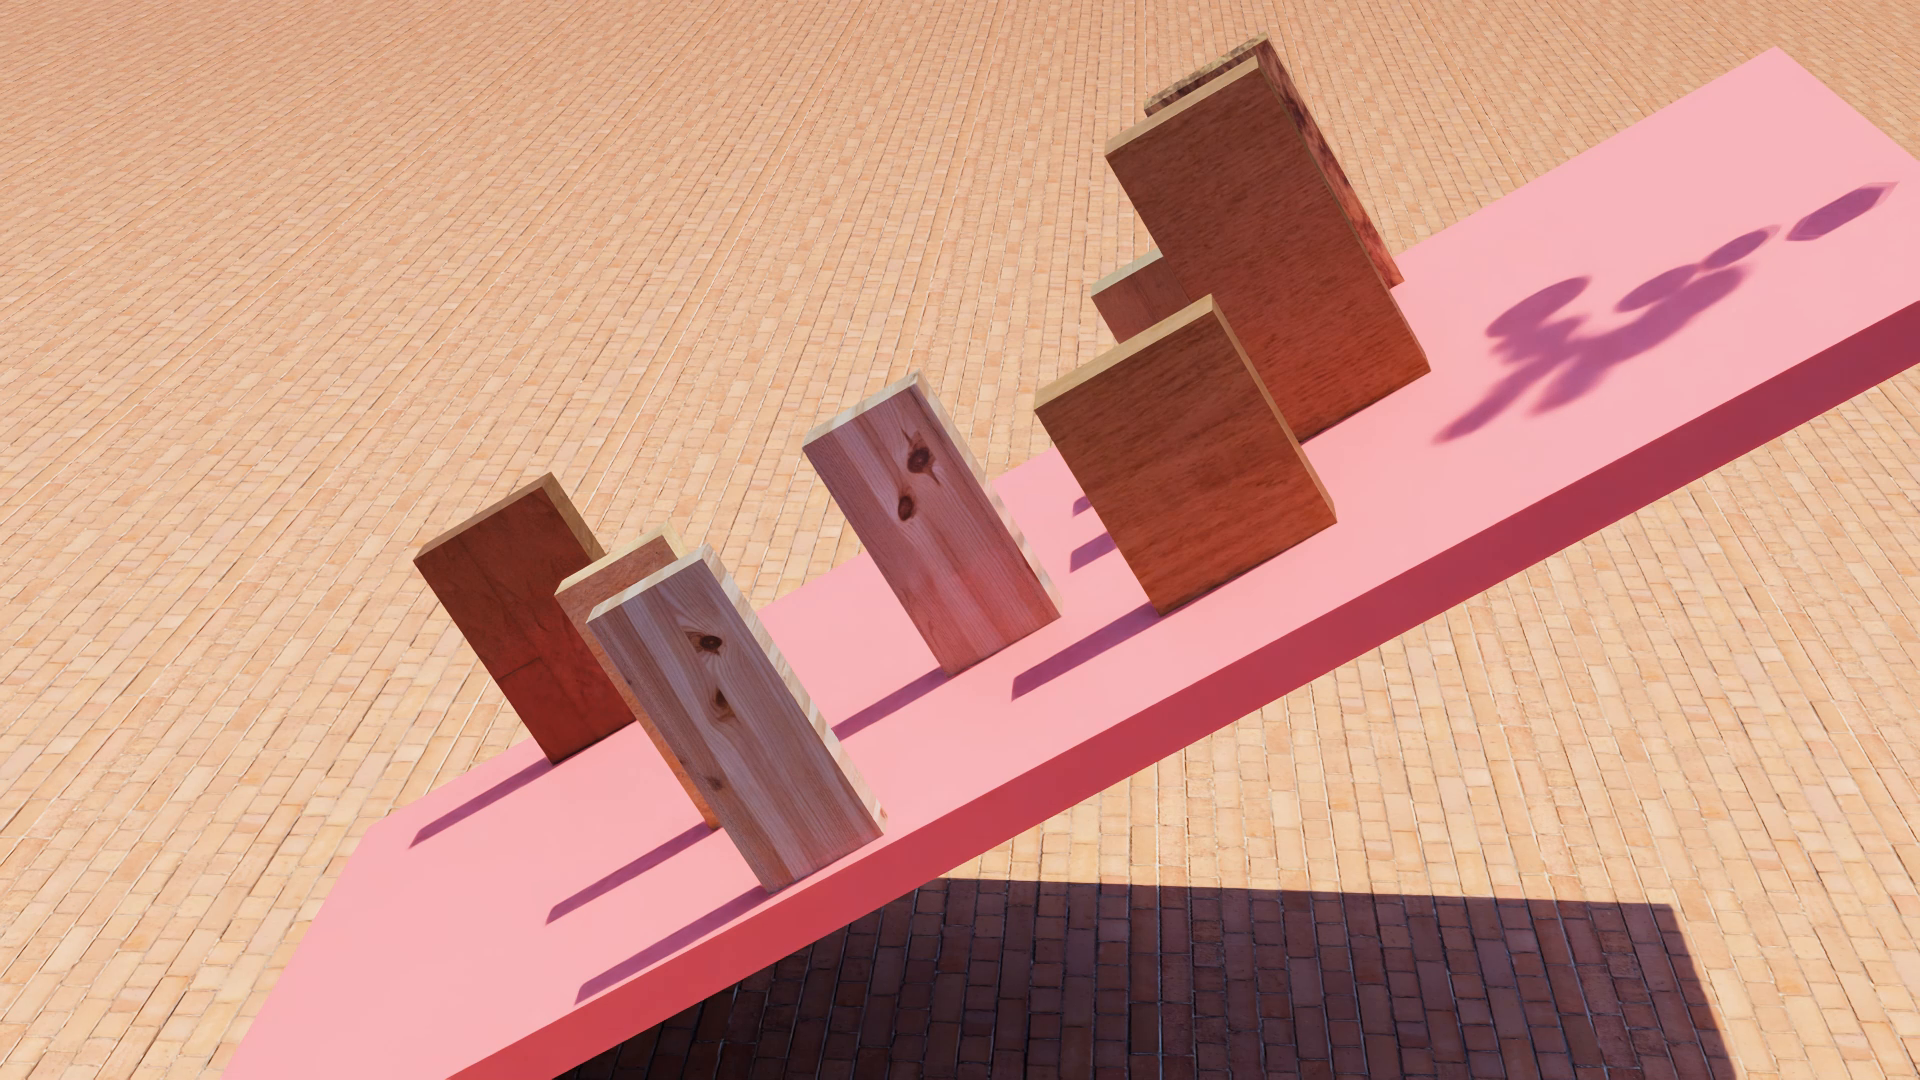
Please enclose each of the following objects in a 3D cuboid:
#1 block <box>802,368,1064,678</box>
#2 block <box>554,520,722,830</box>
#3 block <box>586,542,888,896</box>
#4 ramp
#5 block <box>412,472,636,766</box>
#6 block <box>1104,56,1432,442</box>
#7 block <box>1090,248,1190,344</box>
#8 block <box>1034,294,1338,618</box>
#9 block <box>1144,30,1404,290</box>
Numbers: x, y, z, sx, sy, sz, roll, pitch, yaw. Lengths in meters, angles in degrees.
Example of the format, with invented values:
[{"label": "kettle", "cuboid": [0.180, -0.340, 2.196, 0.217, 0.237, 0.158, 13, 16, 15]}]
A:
[{"label": "block", "cuboid": [-0.053, -0.032, 5.999, 0.270, 0.573, 0.107, -29, 15, 12]}, {"label": "block", "cuboid": [-0.546, 0.278, 5.965, 0.260, 0.590, 0.089, -29, 15, 12]}, {"label": "block", "cuboid": [-0.407, 0.334, 5.425, 0.253, 0.626, 0.087, -29, 15, 12]}, {"label": "ramp", "cuboid": [0.142, 0.168, 6.287, 4.000, 0.100, 2.000, -29, 15, 12]}, {"label": "block", "cuboid": [-0.985, 0.193, 7.101, 0.374, 0.611, 0.117, -29, 15, 12]}, {"label": "block", "cuboid": [0.637, -0.586, 6.082, 0.357, 0.730, 0.142, -29, 15, 12]}, {"label": "block", "cuboid": [0.519, -0.448, 6.504, 0.290, 0.413, 0.113, -29, 15, 12]}, {"label": "block", "cuboid": [0.430, -0.159, 5.610, 0.386, 0.480, 0.126, -29, 15, 12]}, {"label": "block", "cuboid": [0.724, -0.804, 6.779, 0.320, 0.647, 0.111, -29, 15, 12]}]
